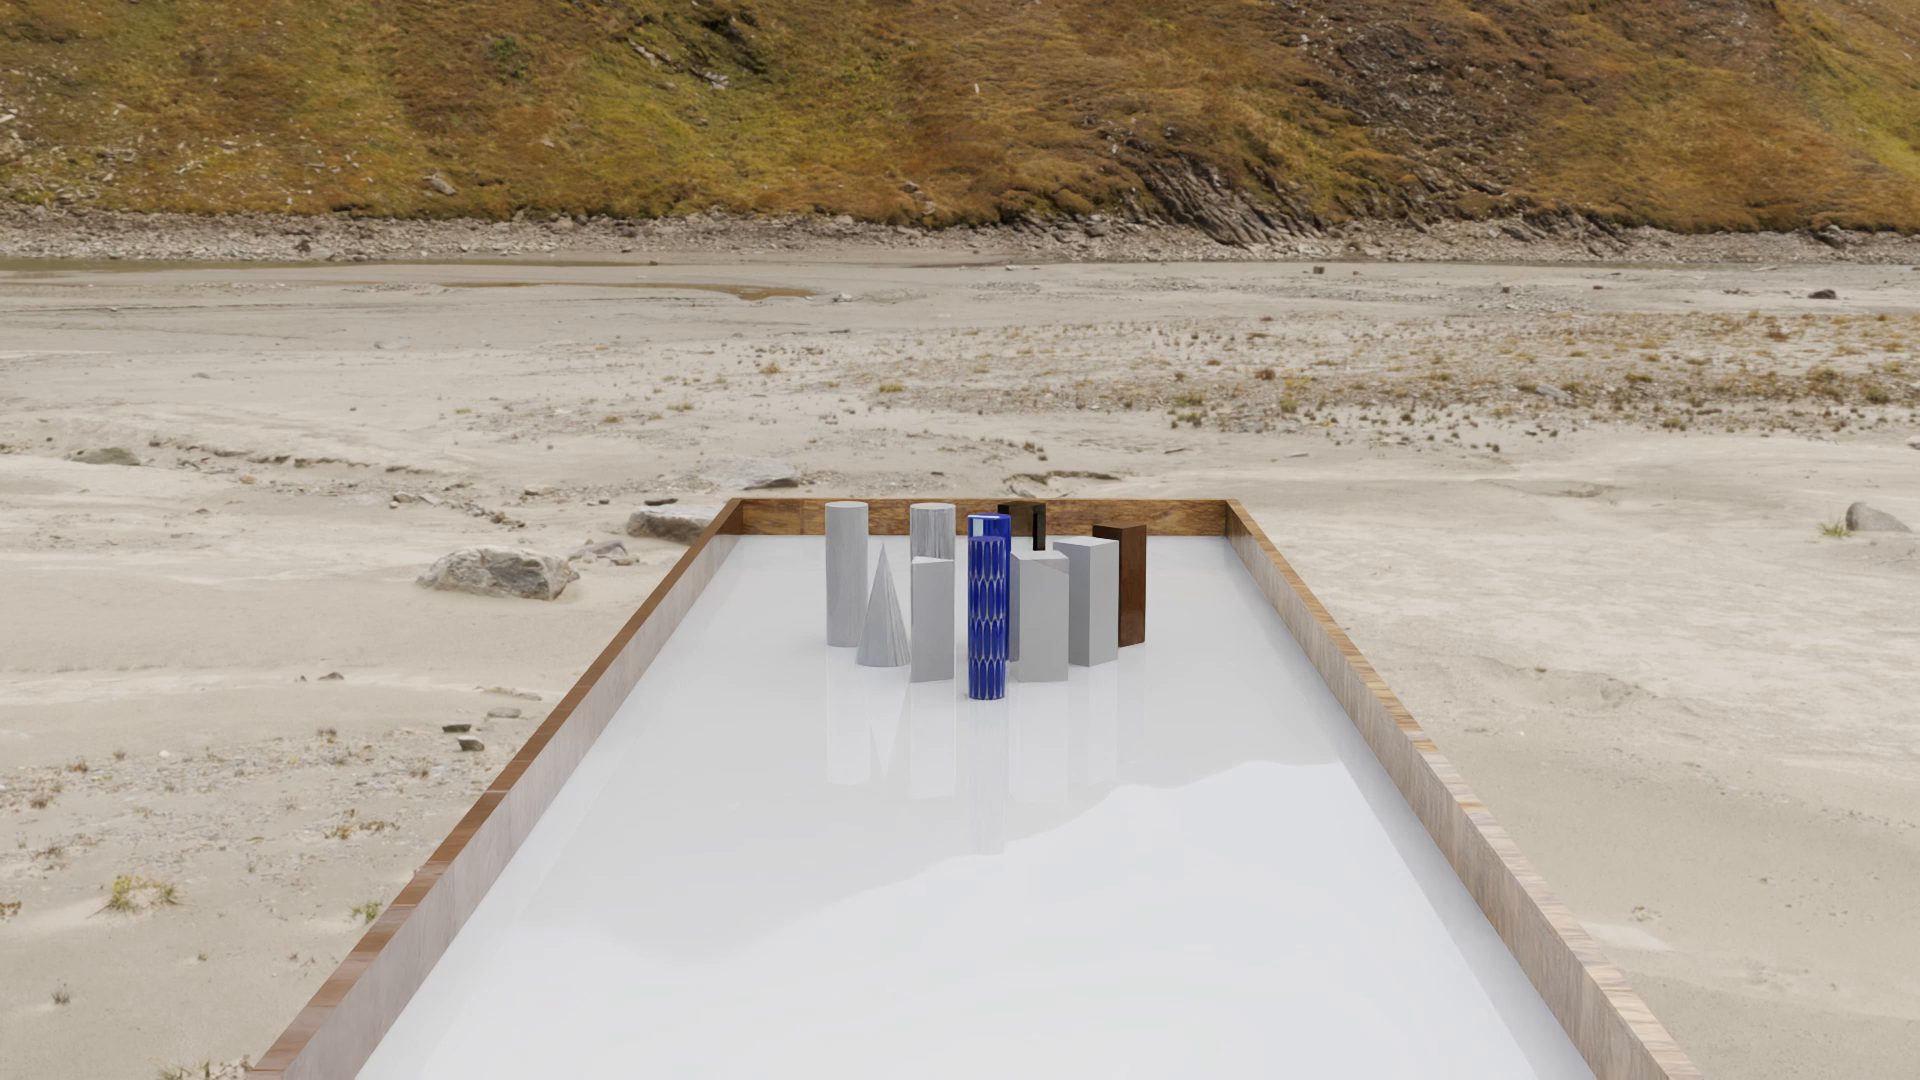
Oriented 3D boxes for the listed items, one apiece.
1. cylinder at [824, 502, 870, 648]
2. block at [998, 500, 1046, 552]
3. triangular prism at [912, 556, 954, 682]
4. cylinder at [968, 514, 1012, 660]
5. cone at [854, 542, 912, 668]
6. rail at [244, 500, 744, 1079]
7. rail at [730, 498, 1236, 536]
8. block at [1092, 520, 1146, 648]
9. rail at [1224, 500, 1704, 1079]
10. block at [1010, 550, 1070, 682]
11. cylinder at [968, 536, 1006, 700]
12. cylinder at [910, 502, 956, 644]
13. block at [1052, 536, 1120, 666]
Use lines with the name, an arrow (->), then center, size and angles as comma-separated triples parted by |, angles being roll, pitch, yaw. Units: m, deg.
cylinder -> -0.355, 0.107, 6.919 | 0.136, 0.443, 0.136 | 0, 9, 0
block -> 0.193, 0.107, 6.914 | 0.110, 0.445, 0.110 | 6, 11, 32
triangular prism -> -0.103, 0.229, 6.444 | 0.135, 0.351, 0.117 | -4, 10, -25
cylinder -> 0.089, 0.145, 6.694 | 0.133, 0.439, 0.133 | 0, 9, 0
cone -> -0.231, 0.186, 6.656 | 0.179, 0.370, 0.179 | 0, 9, 0
rail -> -1.004, 0.839, 3.234 | 0.050, 0.150, 12.000 | 0, 9, 1
rail -> 0.099, -0.098, 9.147 | 2.100, 0.150, 0.050 | 0, 9, 1
block -> 0.502, 0.138, 6.938 | 0.121, 0.377, 0.121 | 8, 12, 43
rail -> 1.046, 0.843, 3.208 | 0.050, 0.150, 12.000 | 0, 9, 1
block -> 0.231, 0.223, 6.445 | 0.145, 0.363, 0.145 | -2, 9, -10
cylinder -> 0.076, 0.219, 6.188 | 0.104, 0.451, 0.104 | 0, 9, 0
cylinder -> -0.085, 0.110, 6.914 | 0.144, 0.439, 0.144 | 0, 9, 0
block -> 0.381, 0.184, 6.673 | 0.142, 0.367, 0.142 | 8, 12, 40
